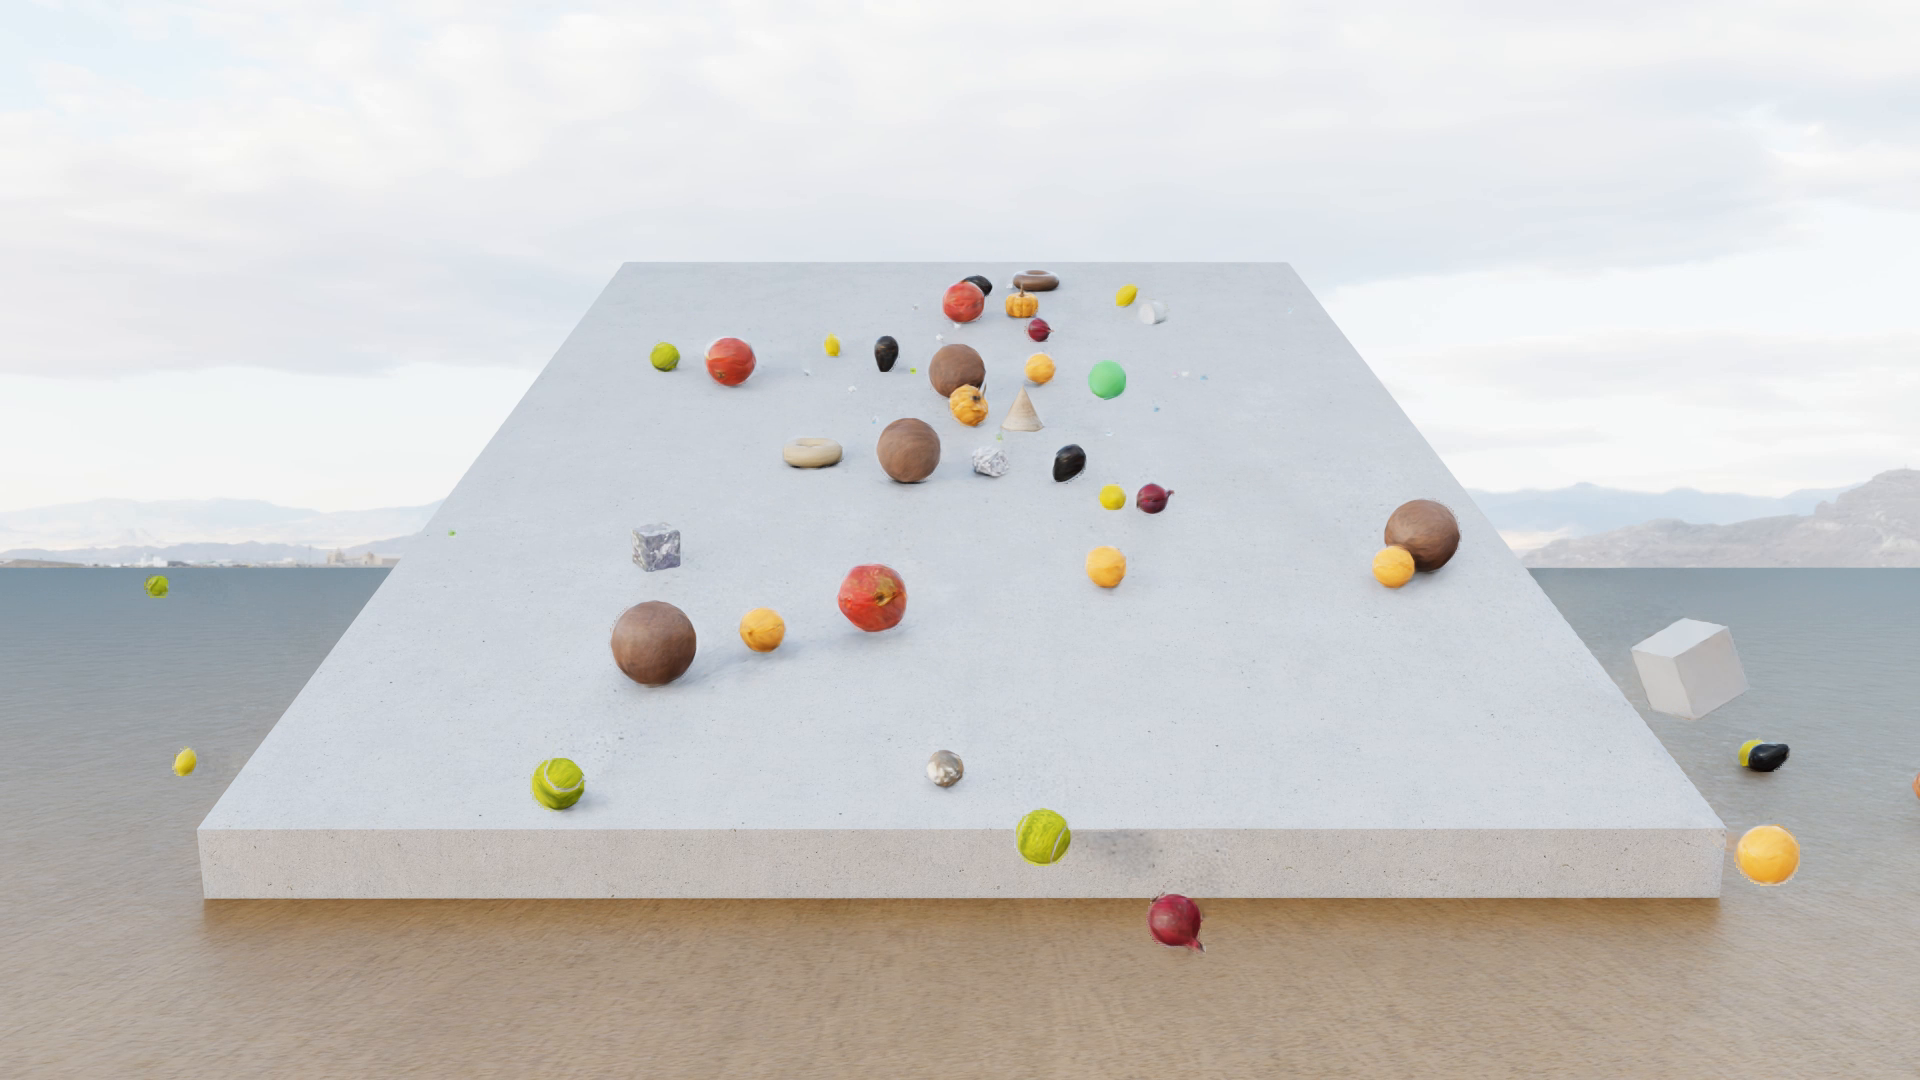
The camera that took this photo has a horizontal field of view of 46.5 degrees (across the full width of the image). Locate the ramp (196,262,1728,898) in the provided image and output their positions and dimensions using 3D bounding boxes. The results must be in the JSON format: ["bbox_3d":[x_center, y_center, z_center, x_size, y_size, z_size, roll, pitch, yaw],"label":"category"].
[{"bbox_3d":[-0.003,-0.183,4.837,2.000,0.100,4.000,0,18,0],"label":"ramp"}]

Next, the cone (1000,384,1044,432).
[{"bbox_3d":[0.137,-0.292,4.861,0.095,0.095,0.095,0,18,0],"label":"cone"}]

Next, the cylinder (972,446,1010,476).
[{"bbox_3d":[0.061,-0.160,4.512,0.054,0.054,0.054,1,13,-43],"label":"cylinder"}]

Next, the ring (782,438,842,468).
[{"bbox_3d":[-0.304,-0.181,4.598,0.126,0.042,0.126,0,16,0],"label":"ring"}]

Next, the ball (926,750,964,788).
[{"bbox_3d":[-0.020,0.311,3.042,0.050,0.050,0.050,0,-1,0],"label":"ball"}]

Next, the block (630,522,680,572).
[{"bbox_3d":[-0.539,0.012,3.952,0.065,0.065,0.065,-10,20,-29],"label":"block"}]

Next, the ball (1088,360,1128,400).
[{"bbox_3d":[0.311,-0.337,4.695,0.082,0.082,0.082,0,-1,0],"label":"ball"}]

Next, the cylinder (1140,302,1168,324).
[{"bbox_3d":[0.511,-0.598,5.889,0.053,0.053,0.053,-16,10,-41],"label":"cylinder"}]

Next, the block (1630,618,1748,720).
[{"bbox_3d":[1.050,0.185,3.215,0.100,0.100,0.100,-27,13,-15],"label":"block"}]

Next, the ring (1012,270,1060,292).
[{"bbox_3d":[0.216,-0.738,6.342,0.135,0.045,0.135,1,17,0],"label":"ring"}]
